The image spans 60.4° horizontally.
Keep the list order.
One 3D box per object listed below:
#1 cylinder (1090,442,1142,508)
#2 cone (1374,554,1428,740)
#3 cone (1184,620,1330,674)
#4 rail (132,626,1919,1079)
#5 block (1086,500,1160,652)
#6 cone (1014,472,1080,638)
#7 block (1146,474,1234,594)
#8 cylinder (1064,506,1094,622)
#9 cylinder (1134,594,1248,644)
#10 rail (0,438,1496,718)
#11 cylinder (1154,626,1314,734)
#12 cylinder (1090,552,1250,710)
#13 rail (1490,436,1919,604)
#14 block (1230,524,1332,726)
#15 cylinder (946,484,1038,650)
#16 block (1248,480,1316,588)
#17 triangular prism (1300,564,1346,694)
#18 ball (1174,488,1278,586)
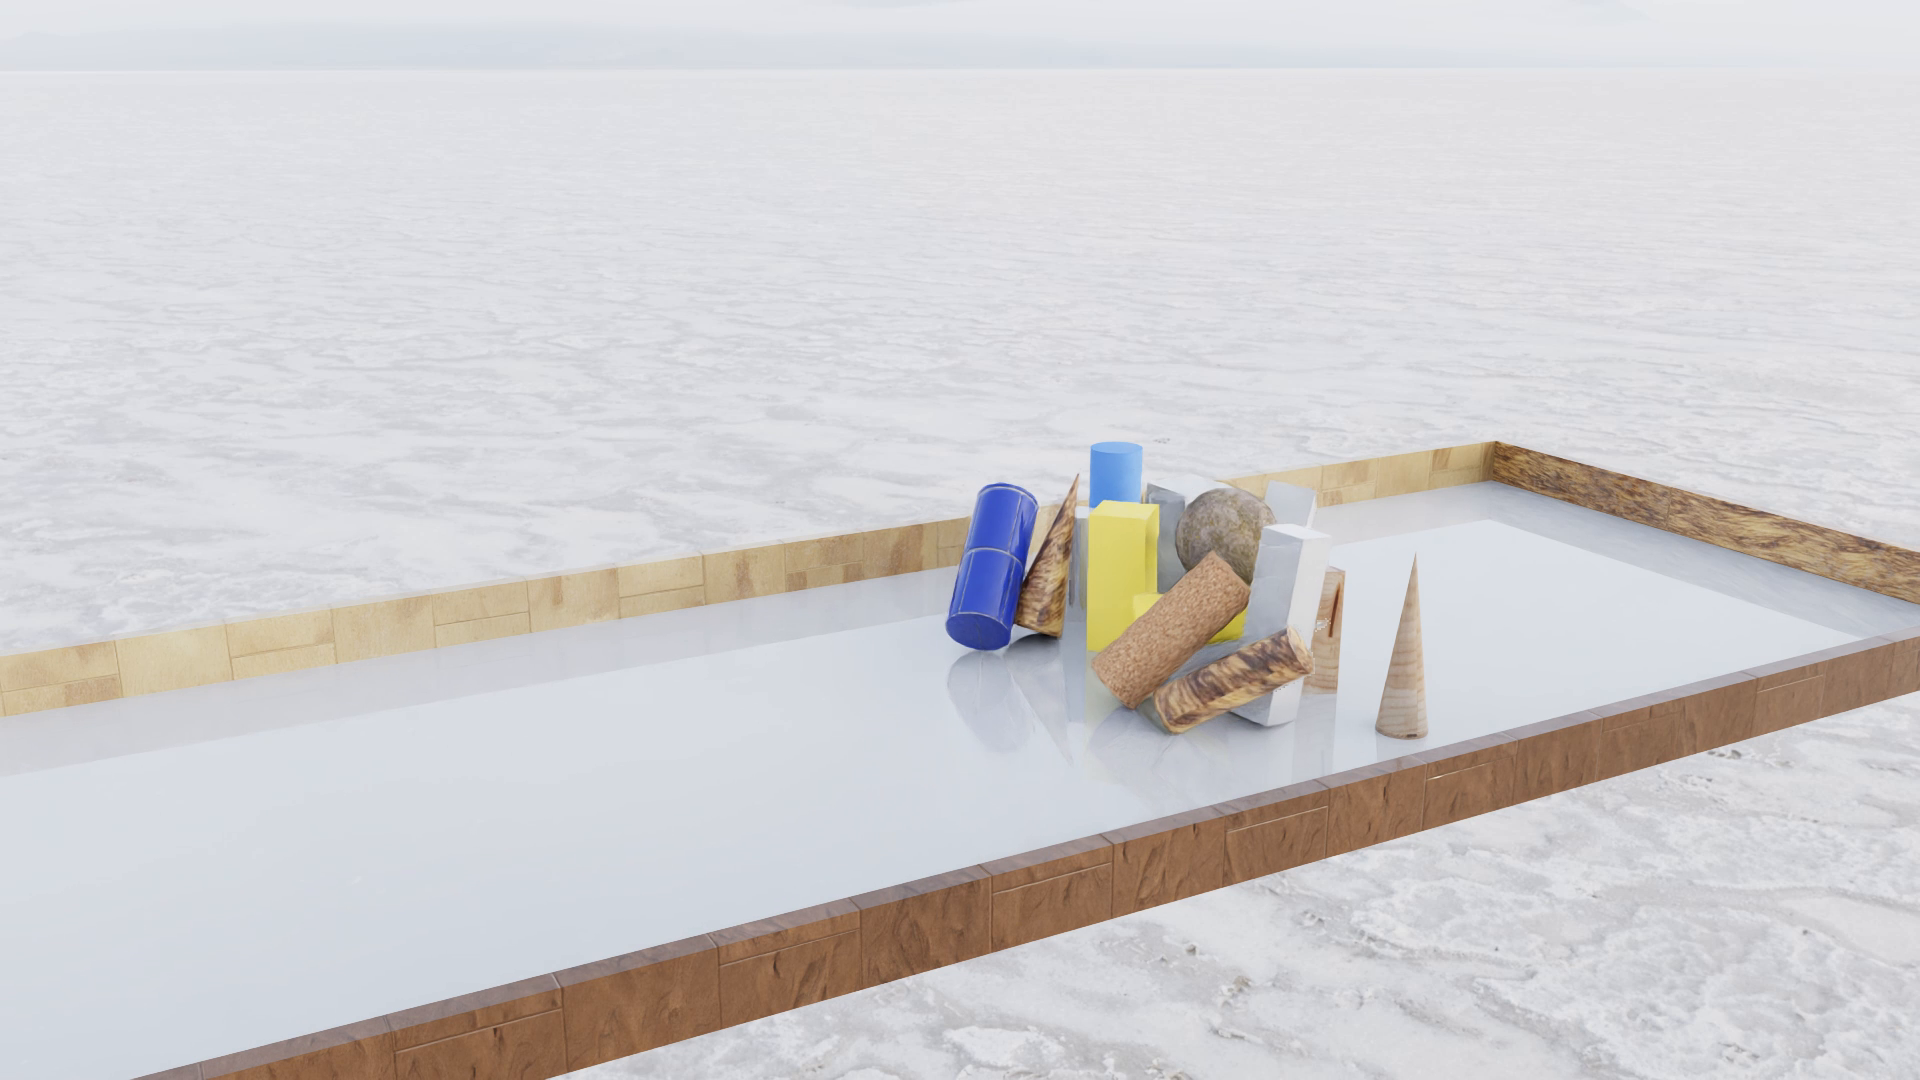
[{"bbox_3d":[0.457,-0.072,4.867,0.152,0.413,0.152,0,16,0],"label":"cylinder"},{"bbox_3d":[1.031,0.232,3.788,0.122,0.437,0.122,0,16,0],"label":"cone"},{"bbox_3d":[0.731,0.255,4.005,0.384,0.103,0.103,-23,3,31],"label":"cone"},{"bbox_3d":[-2.336,1.006,1.665,12.000,0.150,0.050,-9,18,-27],"label":"rail"},{"bbox_3d":[0.429,0.099,4.357,0.151,0.372,0.151,6,17,18],"label":"block"},{"bbox_3d":[0.258,0.025,4.427,0.162,0.449,0.162,17,-1,0],"label":"cone"},{"bbox_3d":[0.629,0.031,4.569,0.168,0.383,0.168,-10,19,-31],"label":"block"},{"bbox_3d":[0.330,0.067,4.593,0.121,0.301,0.121,0,16,0],"label":"cylinder"},{"bbox_3d":[0.614,0.199,4.132,0.344,0.143,0.143,-4,16,10],"label":"cylinder"},{"bbox_3d":[-3.305,0.497,3.399,12.000,0.150,0.050,-9,18,-27],"label":"rail"},{"bbox_3d":[0.619,0.321,3.756,0.353,0.113,0.113,-29,4,25],"label":"cylinder"},{"bbox_3d":[0.508,0.216,3.934,0.394,0.153,0.153,-44,11,10],"label":"cylinder"},{"bbox_3d":[2.466,-0.048,5.253,0.050,0.150,2.100,-9,18,-27],"label":"rail"},{"bbox_3d":[0.746,0.197,3.851,0.115,0.452,0.115,-5,19,-43],"label":"block"},{"bbox_3d":[0.089,0.069,4.417,0.173,0.173,0.430,4,54,14],"label":"cylinder"},{"bbox_3d":[0.843,0.058,4.431,0.125,0.407,0.125,14,-19,16],"label":"block"},{"bbox_3d":[0.865,0.213,4.067,0.121,0.317,0.104,-2,16,-6],"label":"triangular prism"},{"bbox_3d":[0.677,-0.003,4.179,0.262,0.262,0.262,0,16,0],"label":"ball"}]
